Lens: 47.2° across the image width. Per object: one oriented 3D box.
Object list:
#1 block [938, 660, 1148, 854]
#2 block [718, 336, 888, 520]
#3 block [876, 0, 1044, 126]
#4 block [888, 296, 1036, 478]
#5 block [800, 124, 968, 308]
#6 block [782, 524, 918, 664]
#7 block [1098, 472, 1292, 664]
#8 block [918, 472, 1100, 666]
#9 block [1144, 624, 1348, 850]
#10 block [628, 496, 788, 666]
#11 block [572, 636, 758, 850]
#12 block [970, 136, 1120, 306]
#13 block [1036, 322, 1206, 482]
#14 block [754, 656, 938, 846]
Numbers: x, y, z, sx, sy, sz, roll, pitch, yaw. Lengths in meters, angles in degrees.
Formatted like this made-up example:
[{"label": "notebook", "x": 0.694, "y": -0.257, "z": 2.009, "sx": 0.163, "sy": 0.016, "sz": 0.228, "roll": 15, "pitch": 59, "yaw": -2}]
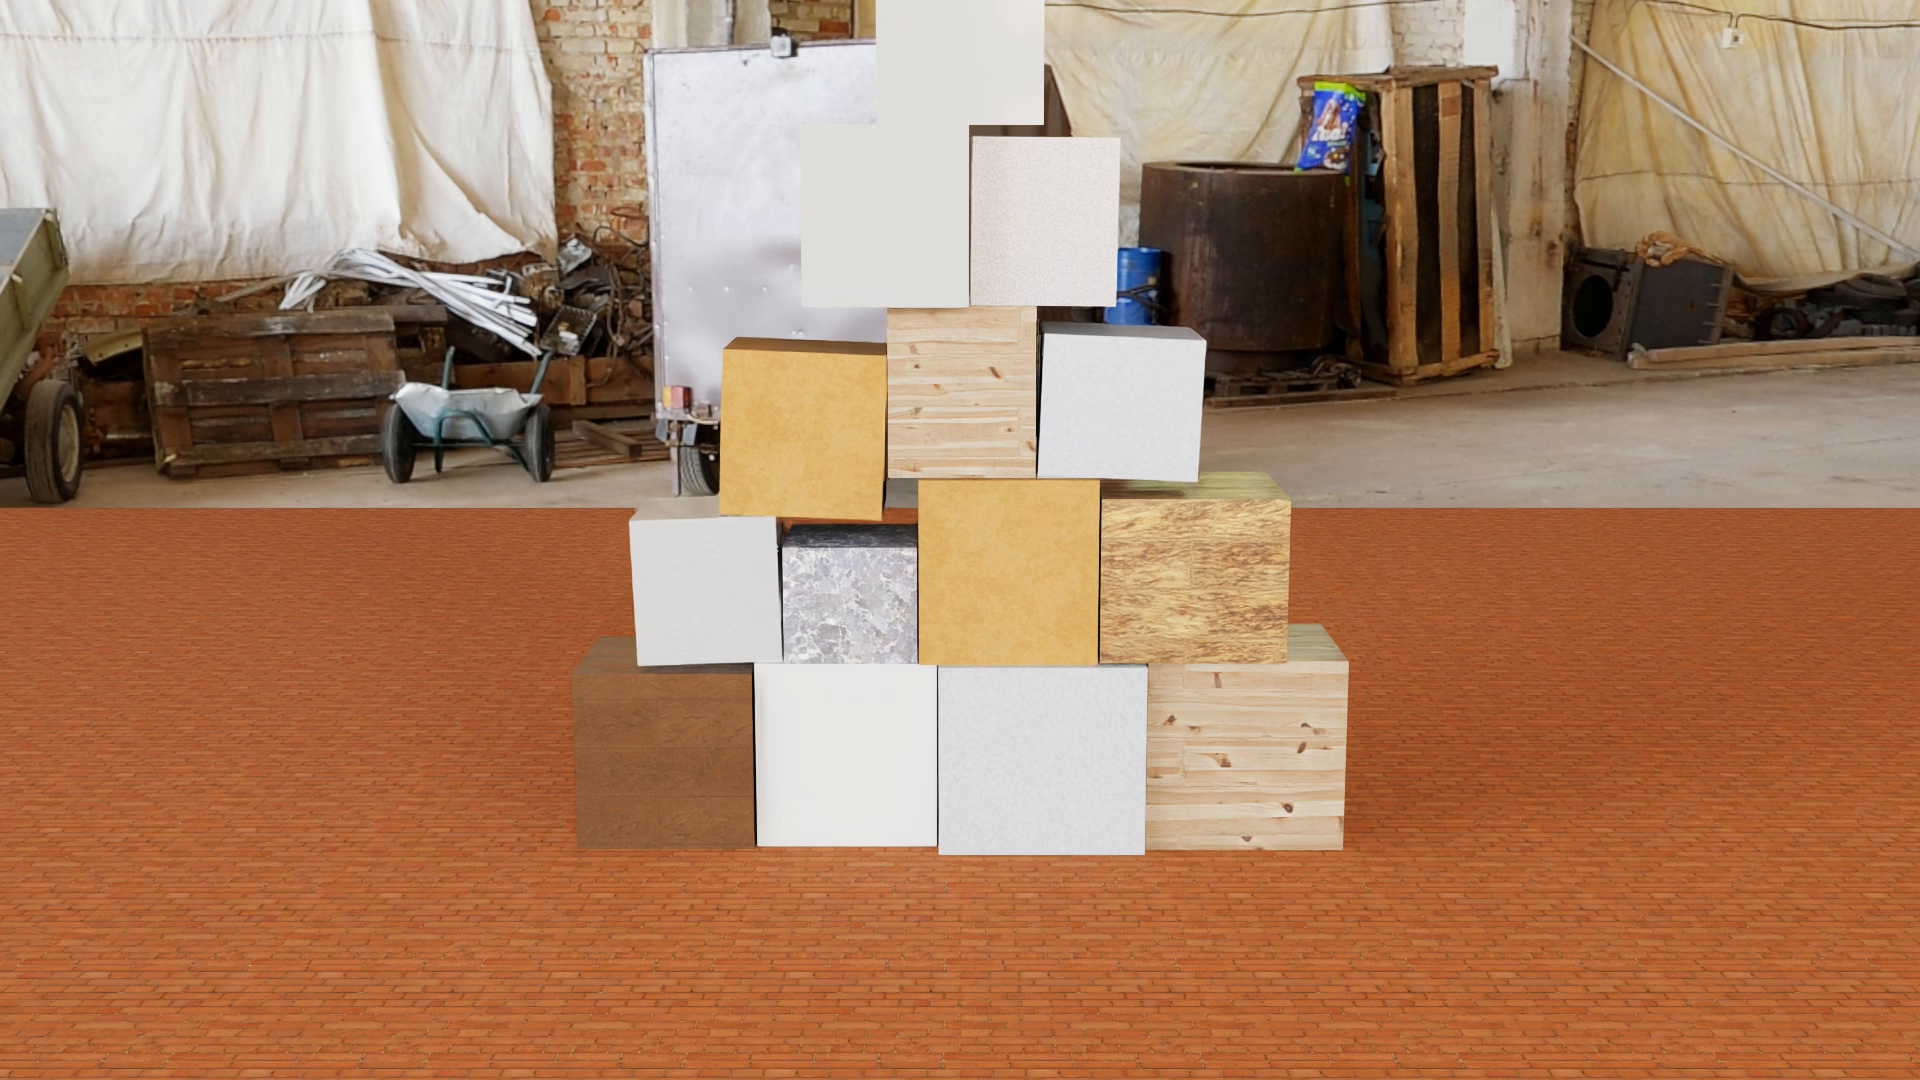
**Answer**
[{"label": "block", "x": 0.407, "y": 1.007, "z": 11.355, "sx": 1.026, "sy": 0.956, "sz": 1.000, "roll": 0, "pitch": 10, "yaw": 0}, {"label": "block", "x": -0.770, "y": -0.573, "z": 11.088, "sx": 0.801, "sy": 0.812, "sz": 0.690, "roll": 2, "pitch": 10, "yaw": 0}, {"label": "block", "x": 0.000, "y": -2.347, "z": 10.773, "sx": 0.794, "sy": 0.618, "sz": 0.762, "roll": 0, "pitch": 10, "yaw": 0}, {"label": "block", "x": 0.009, "y": -0.780, "z": 11.033, "sx": 0.721, "sy": 0.839, "sz": 0.709, "roll": 0, "pitch": 10, "yaw": 0}, {"label": "block", "x": -0.357, "y": -1.618, "z": 10.894, "sx": 0.796, "sy": 0.859, "sz": 0.937, "roll": 0, "pitch": 10, "yaw": 0}, {"label": "block", "x": -0.543, "y": 0.264, "z": 11.213, "sx": 0.662, "sy": 0.585, "sz": 0.697, "roll": 0, "pitch": 10, "yaw": 0}, {"label": "block", "x": 1.147, "y": 0.123, "z": 11.190, "sx": 0.918, "sy": 0.816, "sz": 0.913, "roll": 0, "pitch": 10, "yaw": 0}, {"label": "block", "x": 0.238, "y": 0.082, "z": 11.201, "sx": 0.880, "sy": 0.919, "sz": 0.911, "roll": 0, "pitch": 10, "yaw": 0}, {"label": "block", "x": 1.425, "y": 0.999, "z": 11.362, "sx": 0.990, "sy": 0.969, "sz": 0.862, "roll": 0, "pitch": 10, "yaw": 0}, {"label": "block", "x": -1.257, "y": 0.192, "z": 11.235, "sx": 0.722, "sy": 0.734, "sz": 0.695, "roll": -2, "pitch": 10, "yaw": 0}, {"label": "block", "x": -1.475, "y": 1.033, "z": 11.357, "sx": 0.889, "sy": 0.905, "sz": 0.825, "roll": 0, "pitch": 10, "yaw": 0}, {"label": "block", "x": 0.408, "y": -1.588, "z": 10.895, "sx": 0.703, "sy": 0.801, "sz": 0.675, "roll": 1, "pitch": 10, "yaw": 0}, {"label": "block", "x": 0.785, "y": -0.709, "z": 11.071, "sx": 0.783, "sy": 0.692, "sz": 0.768, "roll": 2, "pitch": 10, "yaw": 0}, {"label": "block", "x": -0.568, "y": 1.010, "z": 11.381, "sx": 0.905, "sy": 0.942, "sz": 0.781, "roll": 0, "pitch": 10, "yaw": 0}]
